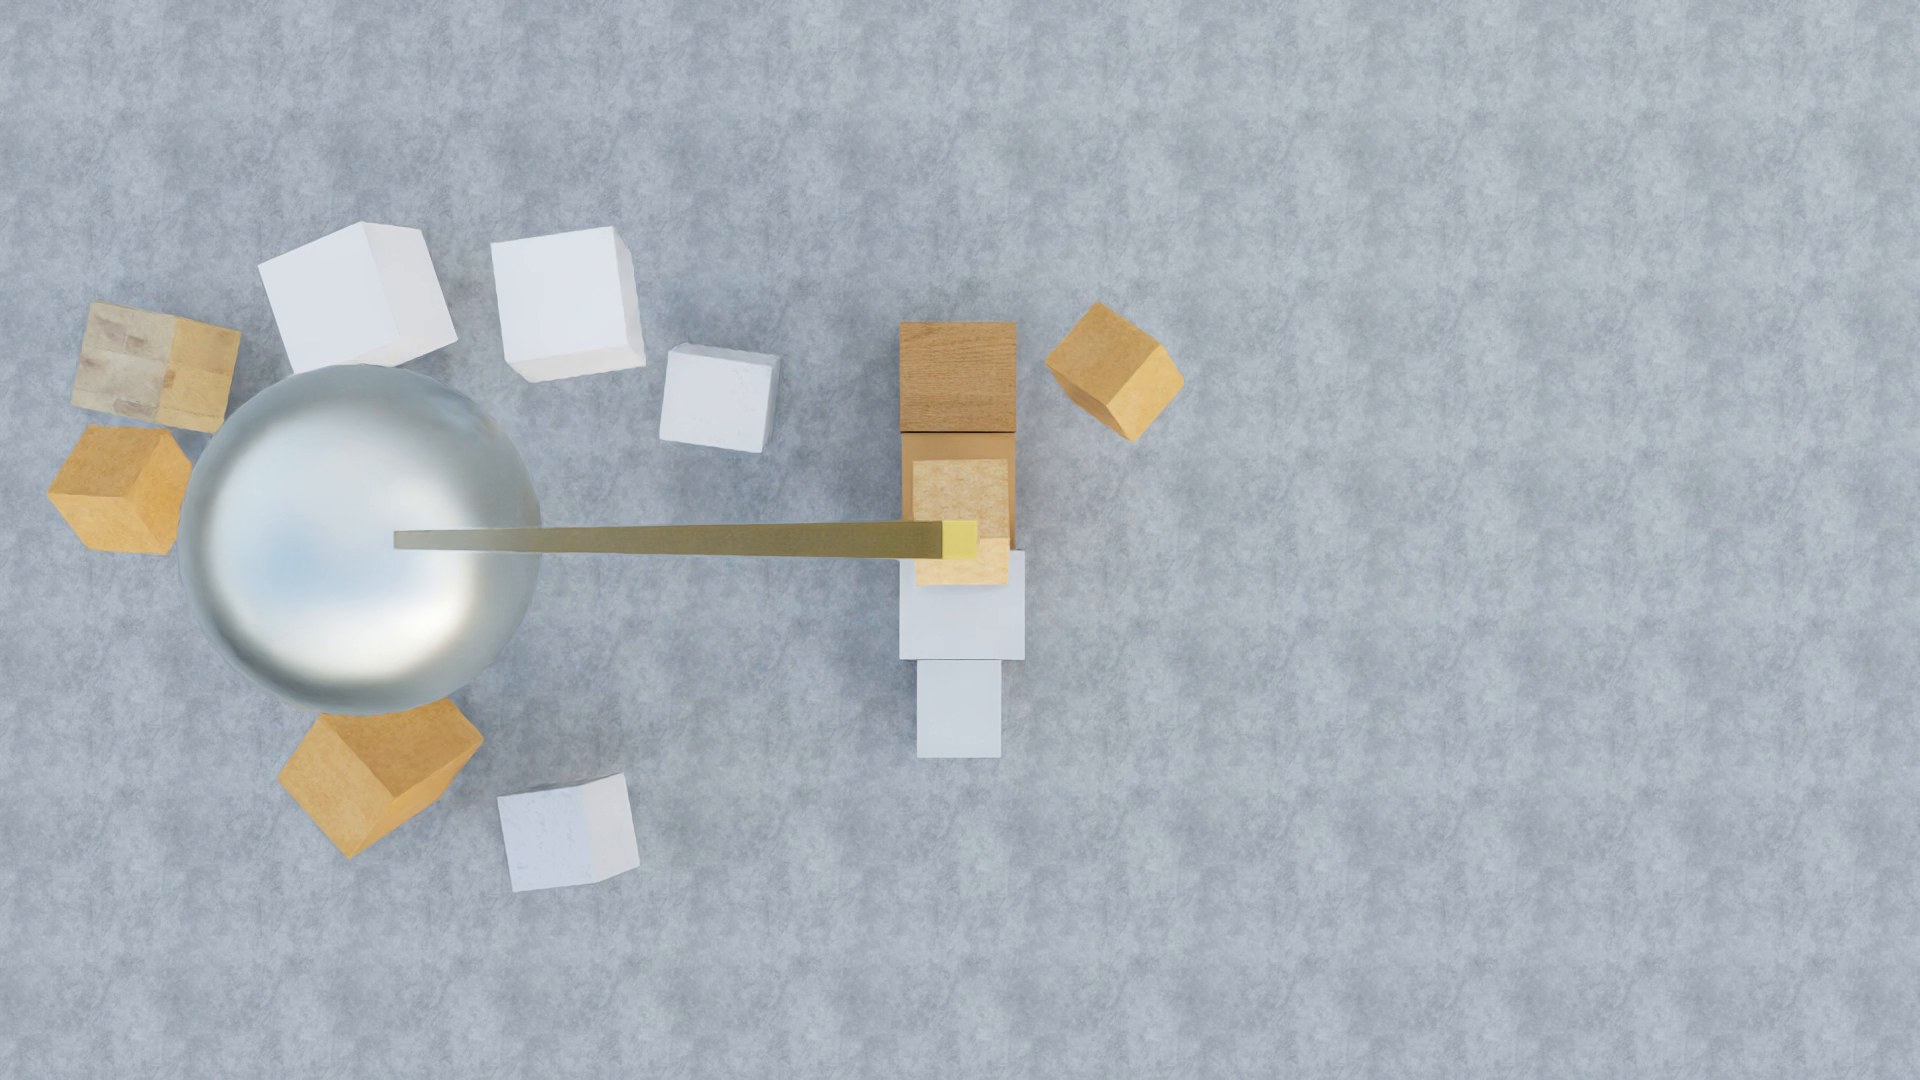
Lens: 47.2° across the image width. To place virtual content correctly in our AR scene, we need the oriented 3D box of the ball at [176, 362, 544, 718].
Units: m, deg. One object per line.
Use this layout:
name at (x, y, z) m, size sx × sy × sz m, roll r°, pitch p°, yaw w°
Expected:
ball at (-2.699, 0.000, 9.958) m, size 1.600 × 1.600 × 1.600 m, roll 0°, pitch 90°, yaw 0°

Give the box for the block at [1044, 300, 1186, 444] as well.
block at (0.780, -0.845, 11.087) m, size 0.453 × 0.424 × 0.414 m, roll 38°, pitch 85°, yaw 33°

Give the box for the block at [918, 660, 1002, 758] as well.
block at (-0.005, 0.954, 12.722) m, size 0.475 × 0.557 × 0.551 m, roll 0°, pitch 90°, yaw 0°

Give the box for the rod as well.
rod at (-1.170, 0.000, 6.922) m, size 0.080 × 5.200 × 0.080 m, roll 0°, pitch 90°, yaw -27°

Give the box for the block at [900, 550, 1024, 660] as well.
block at (0.013, 0.363, 12.662) m, size 0.701 × 0.677 × 0.609 m, roll 0°, pitch 90°, yaw 0°

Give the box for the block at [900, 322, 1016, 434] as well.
block at (-0.011, -0.921, 12.701) m, size 0.656 × 0.598 × 0.615 m, roll 0°, pitch 90°, yaw 0°

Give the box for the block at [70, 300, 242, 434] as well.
block at (-4.612, -0.988, 12.631) m, size 0.595 × 0.576 × 0.612 m, roll 12°, pitch 90°, yaw 19°

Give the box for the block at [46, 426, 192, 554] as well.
block at (-4.619, -0.281, 12.199) m, size 0.517 × 0.477 × 0.501 m, roll 3°, pitch 51°, yaw 17°

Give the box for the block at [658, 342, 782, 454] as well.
block at (-1.378, -0.824, 12.698) m, size 0.588 × 0.520 × 0.503 m, roll 8°, pitch 101°, yaw 0°

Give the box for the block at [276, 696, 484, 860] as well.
block at (-3.283, 1.240, 12.476) m, size 0.623 × 0.737 × 0.679 m, roll 47°, pitch 128°, yaw 5°

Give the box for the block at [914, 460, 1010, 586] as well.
block at (0.007, -0.094, 12.094) m, size 0.513 × 0.502 × 0.501 m, roll -1°, pitch 60°, yaw 0°

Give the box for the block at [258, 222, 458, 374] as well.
block at (-3.433, -1.352, 12.578) m, size 0.693 × 0.669 × 0.687 m, roll -19°, pitch 89°, yaw 16°

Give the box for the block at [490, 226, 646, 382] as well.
block at (-1.865, -1.119, 10.527) m, size 0.574 × 0.549 × 0.570 m, roll -8°, pitch 84°, yaw 0°

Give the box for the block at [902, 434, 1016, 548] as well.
block at (-0.007, -0.277, 12.719) m, size 0.641 × 0.563 × 0.654 m, roll 0°, pitch 90°, yaw 0°

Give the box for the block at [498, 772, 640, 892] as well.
block at (-2.253, 1.681, 12.674) m, size 0.570 × 0.465 × 0.550 m, roll -10°, pitch 90°, yaw 23°
